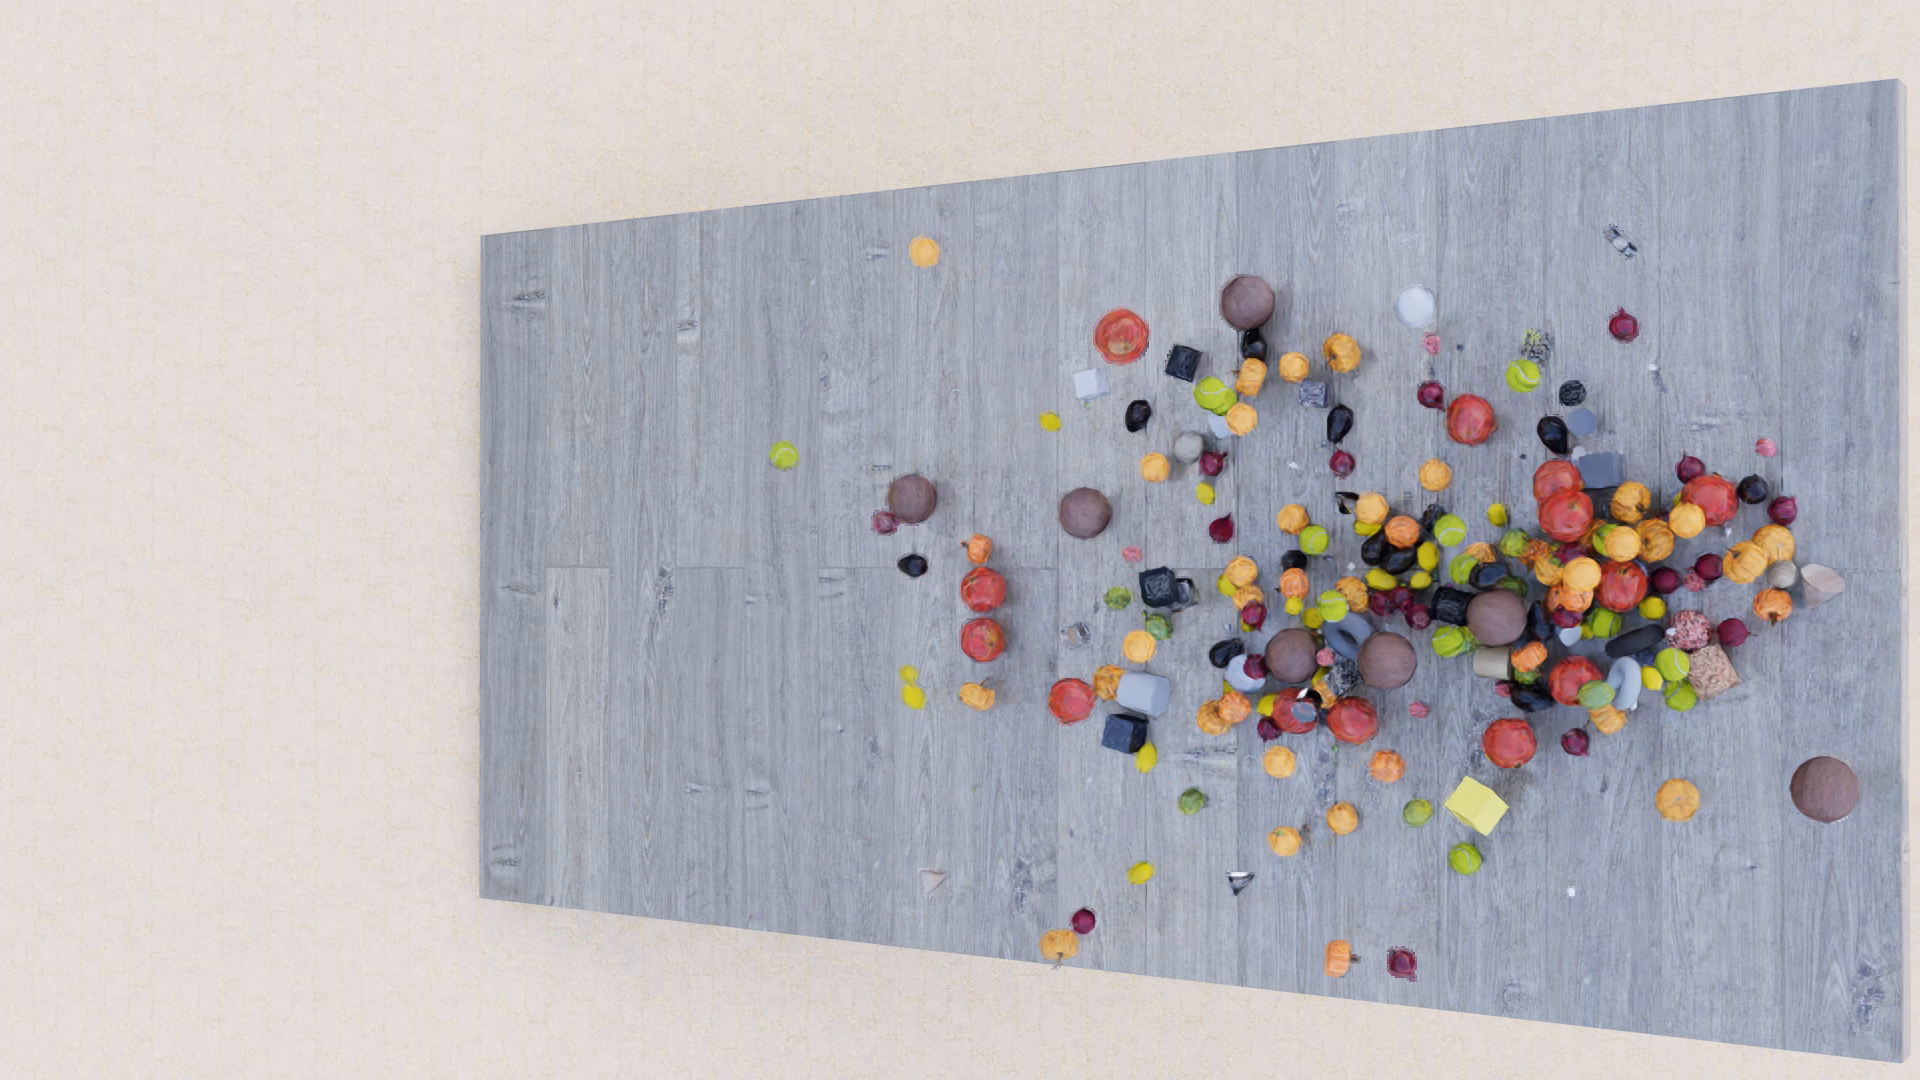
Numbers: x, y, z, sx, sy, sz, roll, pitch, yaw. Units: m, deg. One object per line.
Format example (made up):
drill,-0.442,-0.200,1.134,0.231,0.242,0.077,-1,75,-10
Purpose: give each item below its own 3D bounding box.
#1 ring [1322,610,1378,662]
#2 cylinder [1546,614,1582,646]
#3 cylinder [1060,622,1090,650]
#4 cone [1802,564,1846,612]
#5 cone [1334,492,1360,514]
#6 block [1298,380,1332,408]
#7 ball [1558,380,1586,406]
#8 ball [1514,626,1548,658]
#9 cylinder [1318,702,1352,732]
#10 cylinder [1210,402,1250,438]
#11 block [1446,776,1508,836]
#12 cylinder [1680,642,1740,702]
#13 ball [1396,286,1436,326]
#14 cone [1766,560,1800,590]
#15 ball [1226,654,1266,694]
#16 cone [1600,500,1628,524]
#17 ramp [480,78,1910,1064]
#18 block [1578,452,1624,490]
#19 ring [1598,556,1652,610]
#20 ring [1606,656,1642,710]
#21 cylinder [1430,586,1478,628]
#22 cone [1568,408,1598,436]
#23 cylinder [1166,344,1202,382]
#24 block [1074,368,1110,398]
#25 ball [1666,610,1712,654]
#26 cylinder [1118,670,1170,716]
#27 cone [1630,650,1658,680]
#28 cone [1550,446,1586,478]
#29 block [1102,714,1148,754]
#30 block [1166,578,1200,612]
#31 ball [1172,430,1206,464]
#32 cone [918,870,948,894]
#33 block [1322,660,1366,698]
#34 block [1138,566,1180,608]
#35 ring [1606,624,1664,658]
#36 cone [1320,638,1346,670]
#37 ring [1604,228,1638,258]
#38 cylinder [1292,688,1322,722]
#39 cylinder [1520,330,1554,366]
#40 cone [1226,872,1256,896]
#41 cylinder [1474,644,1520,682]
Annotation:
ring,0.883,0.217,4.973,0.141,0.141,0.047,46,60,0
cylinder,1.317,0.195,4.793,0.053,0.053,0.053,-6,112,-16
cylinder,0.288,0.239,5.479,0.053,0.053,0.053,-27,89,30
cone,1.760,0.115,4.530,0.092,0.092,0.092,13,127,0
cone,0.870,-0.096,5.017,0.057,0.057,0.057,-46,46,0
block,0.827,-0.339,5.126,0.058,0.058,0.058,10,95,22
ball,1.325,-0.317,4.757,0.058,0.058,0.058,0,90,0
ball,1.257,0.223,4.841,0.070,0.070,0.070,0,90,0
cylinder,0.869,0.412,5.099,0.056,0.056,0.056,21,89,31
cylinder,0.643,-0.285,5.243,0.070,0.070,0.070,-19,89,32
block,1.138,0.586,4.845,0.081,0.081,0.081,-52,132,-5
cylinder,1.575,0.278,4.619,0.092,0.092,0.092,-24,72,0
ball,1.016,-0.521,4.906,0.087,0.087,0.087,0,90,0
cone,1.683,0.084,4.500,0.065,0.065,0.065,8,115,18
ball,0.675,0.317,5.200,0.096,0.096,0.096,0,90,0
cone,1.420,-0.073,4.735,0.057,0.057,0.057,-27,90,-23
ramp,0.256,0.070,5.592,4.000,0.100,2.000,0,89,33
block,1.388,-0.148,4.757,0.073,0.073,0.073,-6,86,33
ring,1.435,0.093,4.746,0.116,0.039,0.116,1,91,32
ring,1.372,0.296,4.545,0.038,0.113,0.113,10,90,-7
cylinder,1.107,0.149,4.934,0.078,0.078,0.078,15,89,32
cone,1.351,-0.243,4.774,0.064,0.064,0.064,-5,71,14
cylinder,0.540,-0.427,5.304,0.072,0.072,0.072,19,102,0
block,0.327,-0.387,5.456,0.059,0.059,0.059,-13,82,32
ball,1.539,0.194,4.644,0.095,0.095,0.095,0,90,0
cylinder,0.447,0.371,5.351,0.094,0.094,0.094,14,89,32
cone,1.444,0.276,4.709,0.071,0.071,0.071,12,109,38
cone,1.322,-0.167,4.809,0.075,0.075,0.075,-5,89,44
block,0.404,0.474,5.388,0.077,0.077,0.077,14,97,32
block,0.533,0.133,5.317,0.061,0.061,0.061,-32,73,29
ball,0.551,-0.224,5.296,0.082,0.082,0.082,0,90,0
cone,-0.061,0.878,5.712,0.072,0.072,0.072,-20,90,4
block,0.875,0.316,5.020,0.057,0.057,0.057,-22,72,-36
block,0.475,0.113,5.247,0.071,0.071,0.071,-15,68,20
ring,1.440,0.216,4.691,0.128,0.128,0.043,-22,83,0
cone,0.857,0.274,5.038,0.084,0.084,0.084,11,125,15
ring,1.421,-0.640,4.729,0.083,0.083,0.028,42,112,0
cylinder,0.789,0.377,4.996,0.057,0.057,0.057,11,120,20
cylinder,1.262,-0.420,4.813,0.057,0.057,0.057,9,128,0
cone,0.675,0.808,5.237,0.066,0.066,0.066,-21,90,4
cylinder,1.188,0.270,4.869,0.076,0.076,0.076,6,89,33
